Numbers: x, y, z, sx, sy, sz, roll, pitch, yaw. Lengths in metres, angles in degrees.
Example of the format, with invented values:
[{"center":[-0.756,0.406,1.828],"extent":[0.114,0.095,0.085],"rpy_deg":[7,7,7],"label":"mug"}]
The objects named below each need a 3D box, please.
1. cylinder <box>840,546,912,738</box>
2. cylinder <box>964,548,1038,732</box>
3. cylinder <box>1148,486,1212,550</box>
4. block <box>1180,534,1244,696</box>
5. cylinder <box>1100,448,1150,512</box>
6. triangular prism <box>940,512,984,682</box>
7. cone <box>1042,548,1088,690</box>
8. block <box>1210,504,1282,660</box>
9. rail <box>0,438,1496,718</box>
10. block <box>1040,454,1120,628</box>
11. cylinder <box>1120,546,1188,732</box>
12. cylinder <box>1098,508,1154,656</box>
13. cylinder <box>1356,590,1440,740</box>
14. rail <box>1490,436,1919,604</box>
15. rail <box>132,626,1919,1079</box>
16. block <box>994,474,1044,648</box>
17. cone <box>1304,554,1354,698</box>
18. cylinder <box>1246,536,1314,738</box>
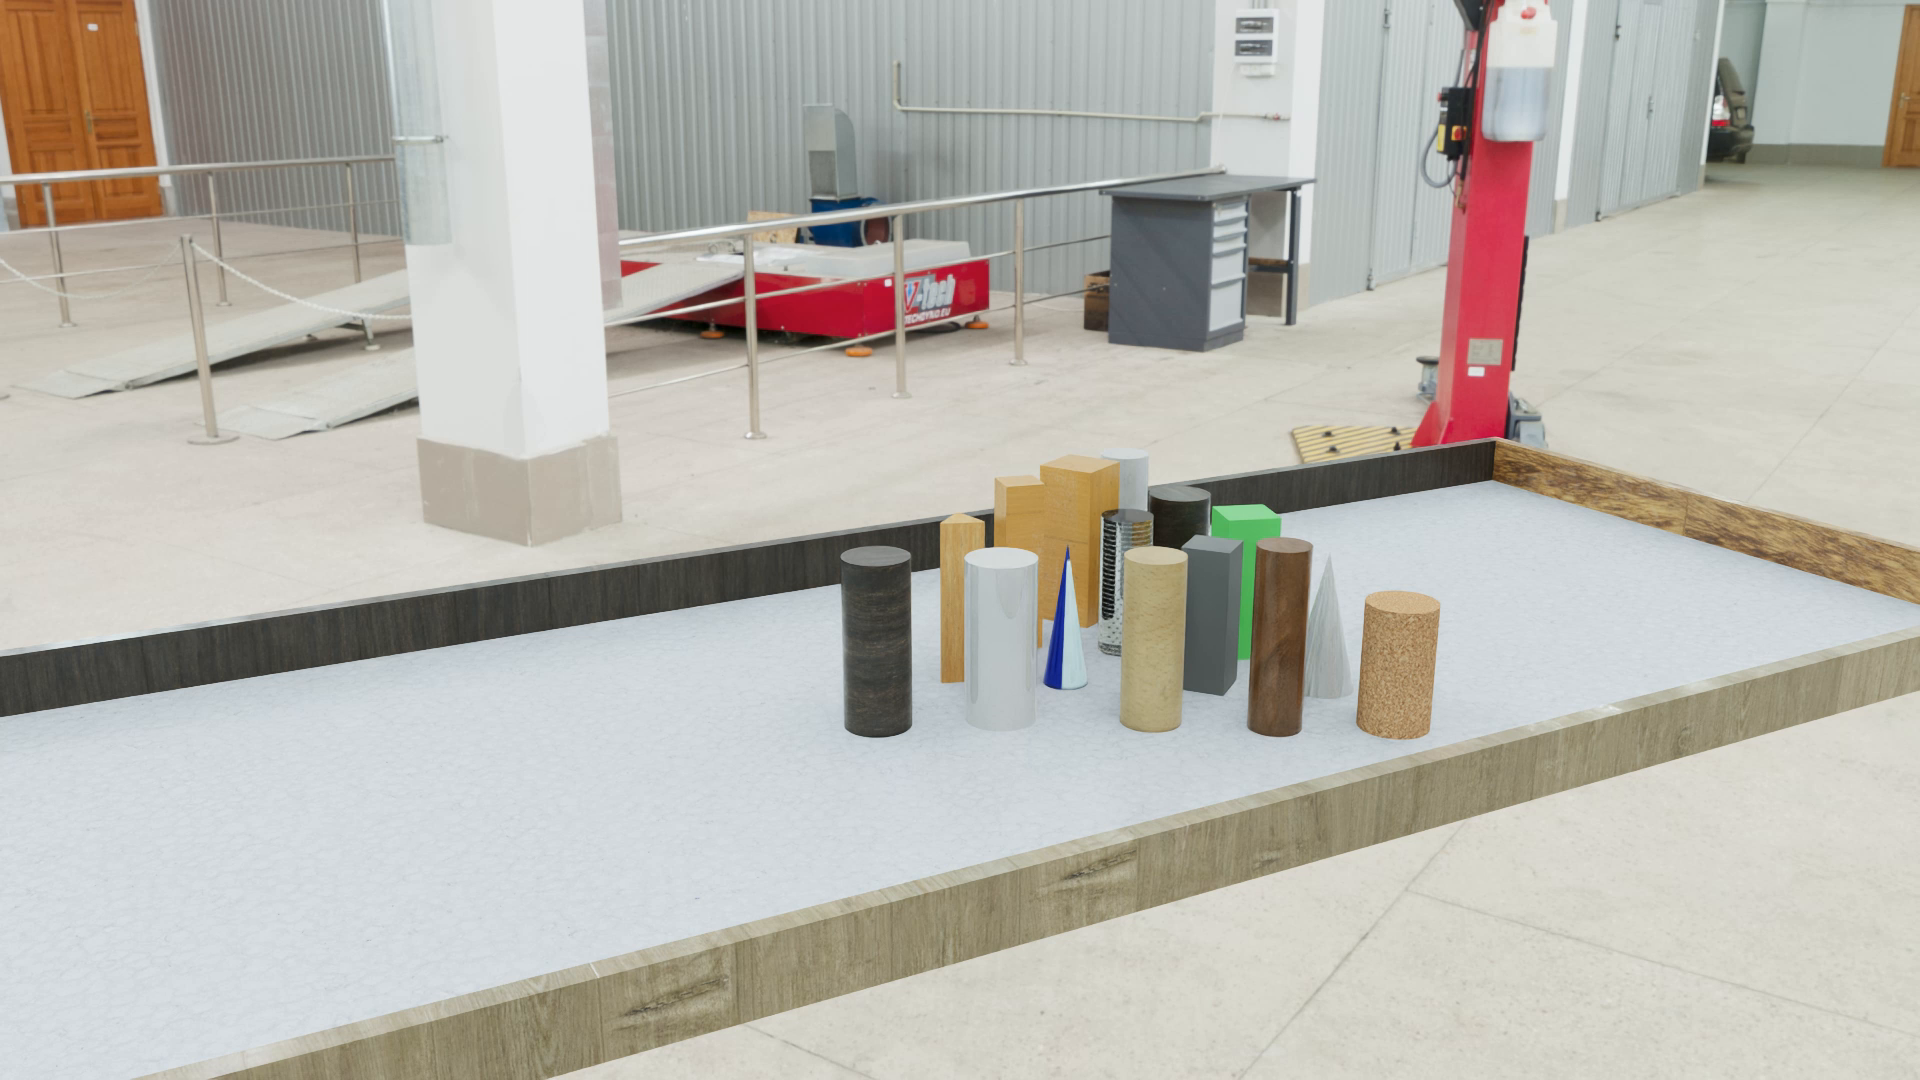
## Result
[{"center":[-0.192,0.235,3.822],"extent":[0.161,0.414,0.161],"rpy_deg":[0,16,0],"label":"cylinder"},{"center":[0.096,0.231,3.864],"extent":[0.172,0.396,0.172],"rpy_deg":[0,16,0],"label":"cylinder"},{"center":[0.607,0.040,4.595],"extent":[0.169,0.351,0.169],"rpy_deg":[0,16,0],"label":"cylinder"},{"center":[0.616,0.185,4.075],"extent":[0.122,0.367,0.122],"rpy_deg":[7,18,24],"label":"block"},{"center":[0.475,-0.054,4.813],"extent":[0.140,0.409,0.140],"rpy_deg":[0,16,0],"label":"cylinder"},{"center":[0.001,0.144,4.129],"extent":[0.108,0.415,0.094],"rpy_deg":[-2,17,-7],"label":"triangular prism"},{"center":[0.264,0.182,4.090],"extent":[0.113,0.363,0.113],"rpy_deg":[0,16,0],"label":"cone"},{"center":[0.739,0.110,4.310],"extent":[0.139,0.378,0.139],"rpy_deg":[-3,17,-9],"label":"block"},{"center":[-3.305,0.497,3.399],"extent":[12.000,0.150,0.050],"rpy_deg":[-9,18,-27],"label":"rail"},{"center":[0.329,0.001,4.574],"extent":[0.159,0.439,0.159],"rpy_deg":[11,20,33],"label":"block"},{"center":[0.450,0.232,3.843],"extent":[0.146,0.409,0.146],"rpy_deg":[0,16,0],"label":"cylinder"},{"center":[0.434,0.112,4.328],"extent":[0.137,0.365,0.137],"rpy_deg":[0,16,0],"label":"cylinder"},{"center":[1.017,0.289,3.830],"extent":[0.168,0.306,0.168],"rpy_deg":[0,16,0],"label":"cylinder"},{"center":[2.466,-0.048,5.253],"extent":[0.050,0.150,2.100],"rpy_deg":[-9,18,-27],"label":"rail"},{"center":[-2.336,1.006,1.665],"extent":[12.000,0.150,0.050],"rpy_deg":[-9,18,-27],"label":"rail"},{"center":[0.155,0.061,4.353],"extent":[0.104,0.448,0.104],"rpy_deg":[-5,17,-15],"label":"block"},{"center":[0.900,0.197,4.061],"extent":[0.161,0.352,0.161],"rpy_deg":[0,16,0],"label":"cone"},{"center":[0.737,0.224,3.805],"extent":[0.128,0.444,0.128],"rpy_deg":[0,16,0],"label":"cylinder"}]
